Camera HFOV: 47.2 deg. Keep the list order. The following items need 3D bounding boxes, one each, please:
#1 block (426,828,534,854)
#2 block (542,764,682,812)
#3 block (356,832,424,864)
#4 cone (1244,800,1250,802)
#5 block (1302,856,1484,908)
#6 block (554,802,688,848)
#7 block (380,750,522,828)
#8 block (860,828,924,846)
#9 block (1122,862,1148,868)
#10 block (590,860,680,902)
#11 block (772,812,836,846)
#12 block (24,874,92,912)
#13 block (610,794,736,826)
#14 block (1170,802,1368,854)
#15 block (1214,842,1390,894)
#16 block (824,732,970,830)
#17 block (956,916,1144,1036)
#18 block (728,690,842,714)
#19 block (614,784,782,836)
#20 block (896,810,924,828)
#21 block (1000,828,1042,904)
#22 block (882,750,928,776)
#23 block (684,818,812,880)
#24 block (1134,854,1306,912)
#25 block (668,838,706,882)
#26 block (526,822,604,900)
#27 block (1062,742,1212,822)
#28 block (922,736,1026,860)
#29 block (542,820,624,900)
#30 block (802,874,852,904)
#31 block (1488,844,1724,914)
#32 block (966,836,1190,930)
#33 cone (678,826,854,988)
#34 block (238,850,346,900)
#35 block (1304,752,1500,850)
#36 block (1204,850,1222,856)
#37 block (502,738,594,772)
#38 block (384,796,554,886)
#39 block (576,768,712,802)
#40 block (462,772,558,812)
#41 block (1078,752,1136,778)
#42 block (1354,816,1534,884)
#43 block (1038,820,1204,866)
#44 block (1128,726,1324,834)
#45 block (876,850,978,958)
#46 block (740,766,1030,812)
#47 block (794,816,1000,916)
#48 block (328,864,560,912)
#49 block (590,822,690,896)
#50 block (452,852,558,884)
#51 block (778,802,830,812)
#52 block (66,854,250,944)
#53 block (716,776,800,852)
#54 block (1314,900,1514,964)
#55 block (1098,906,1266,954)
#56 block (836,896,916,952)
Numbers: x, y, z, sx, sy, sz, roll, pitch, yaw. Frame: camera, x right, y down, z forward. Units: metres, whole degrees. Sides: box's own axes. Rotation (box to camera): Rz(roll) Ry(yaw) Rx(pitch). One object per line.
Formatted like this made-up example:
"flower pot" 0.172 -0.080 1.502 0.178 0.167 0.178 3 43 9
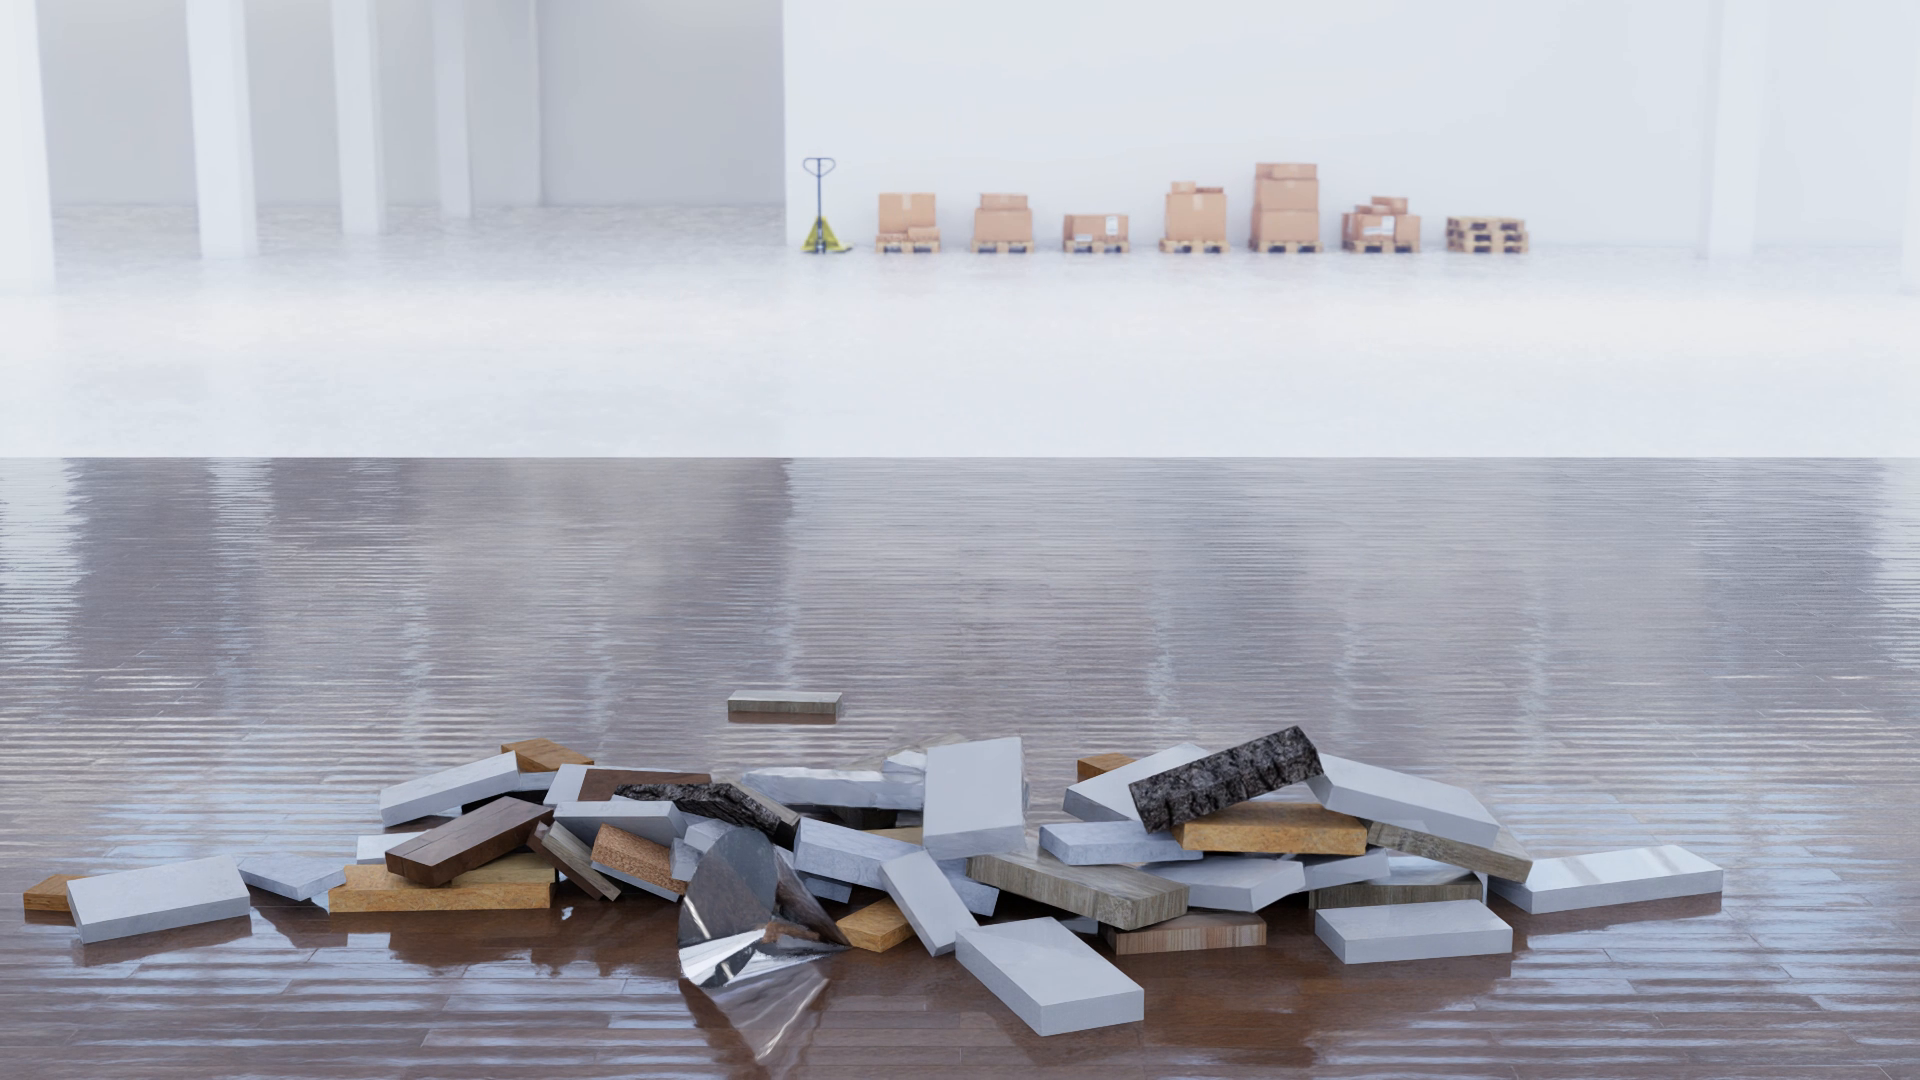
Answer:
"block" -0.814 0.520 3.769 0.189 0.027 0.095 -1 14 -18
"block" -0.645 0.472 4.094 0.234 0.033 0.117 2 33 9
"block" -0.914 0.543 3.824 0.257 0.036 0.128 -3 11 -14
"cone" 0.432 0.504 3.950 0.146 0.146 0.146 -33 23 -19
"block" 0.713 0.570 3.665 0.283 0.040 0.142 0 11 0
"block" -0.564 0.485 3.702 0.217 0.108 0.031 -3 46 21
"block" -0.947 0.463 4.095 0.255 0.036 0.127 -16 14 -10
"block" -0.113 0.529 3.741 0.202 0.029 0.101 -4 22 5
"block" 0.269 0.554 3.789 0.096 0.027 0.192 -8 13 -37
"block" -0.535 0.550 3.650 0.152 0.022 0.076 24 8 -9
"block" -0.316 0.507 3.883 0.116 0.033 0.231 5 -1 17
"block" -1.431 0.584 3.627 0.189 0.027 0.095 2 11 9
"block" -0.470 0.509 3.797 0.284 0.036 0.127 8 -29 36
"block" 0.499 0.470 3.604 0.299 0.042 0.149 2 9 -6
"block" 0.563 0.536 3.636 0.283 0.040 0.142 -12 10 10
"block" -0.093 0.451 4.123 0.329 0.047 0.164 -14 28 -34
"block" 0.128 0.643 3.261 0.161 0.046 0.322 -4 11 -22
"block" -0.385 0.357 4.857 0.239 0.025 0.088 1 11 6
"block" -0.458 0.462 3.772 0.116 0.033 0.389 38 -26 -27
"block" -0.008 0.497 3.841 0.202 0.029 0.101 0 11 2
"block" 0.079 0.544 3.790 0.164 0.047 0.329 -10 15 -43
"block" -0.009 0.438 4.017 0.241 0.034 0.121 13 7 18
"block" -0.343 0.507 3.572 0.191 0.027 0.095 21 10 22
"block" 0.403 0.547 3.530 0.136 0.039 0.272 -16 9 -43
"block" -0.369 0.548 3.631 0.217 0.031 0.108 15 10 -13
"block" -0.651 0.533 3.656 0.152 0.022 0.076 41 5 -10
"block" 0.376 0.469 4.109 0.162 0.046 0.394 22 22 35
"block" 0.025 0.427 3.661 0.162 0.046 0.323 -7 20 4
"block" -0.623 0.531 3.642 0.152 0.022 0.076 41 5 -9
"block" -0.275 0.547 3.629 0.191 0.027 0.095 16 9 -8
"block" 1.081 0.567 3.686 0.365 0.039 0.136 -3 11 -17
"block" 0.186 0.544 3.509 0.322 0.046 0.161 12 9 38
"cone" -0.257 0.591 3.358 0.248 0.248 0.248 25 -5 -34
"block" -1.116 0.558 3.664 0.084 0.024 0.241 -20 14 -39
"block" 0.722 0.426 3.623 0.299 0.042 0.149 15 14 -12
"block" 0.515 0.509 3.802 0.323 0.046 0.162 -5 -14 -24
"block" -0.827 0.439 4.407 0.095 0.027 0.215 -8 13 -37
"block" -0.815 0.501 3.672 0.127 0.036 0.255 7 21 40
"block" -0.579 0.478 4.016 0.234 0.033 0.117 2 45 9
"block" -0.831 0.477 4.187 0.234 0.033 0.117 -3 11 -13
"block" 0.325 0.458 4.305 0.096 0.027 0.192 -7 12 -32
"block" 0.790 0.488 3.642 0.284 0.040 0.142 15 14 -9
"block" 0.264 0.495 3.604 0.241 0.034 0.121 0 9 -21
"block" 0.432 0.390 3.593 0.299 0.042 0.149 -19 10 0
"block" -0.048 0.568 3.448 0.088 0.025 0.176 -13 49 -33
"block" -0.133 0.444 3.904 0.487 0.046 0.161 1 -1 17
"block" -0.107 0.532 3.590 0.328 0.047 0.164 15 5 -6
"block" -0.853 0.575 3.651 0.356 0.036 0.128 -1 11 -3
"block" -0.500 0.537 3.638 0.217 0.031 0.108 23 8 -8
"block" -0.752 0.545 3.649 0.167 0.024 0.084 -1 11 -4
"block" -0.243 0.479 4.179 0.231 0.033 0.116 -4 11 -21
"block" -1.293 0.577 3.548 0.256 0.036 0.128 -6 28 -31
"block" -0.333 0.468 3.725 0.175 0.088 0.025 23 53 30
"block" 0.709 0.612 3.444 0.272 0.039 0.136 -2 11 -10
"block" 0.349 0.609 3.472 0.241 0.034 0.121 -2 11 -10
"block" -0.109 0.606 3.507 0.095 0.027 0.191 7 13 33
